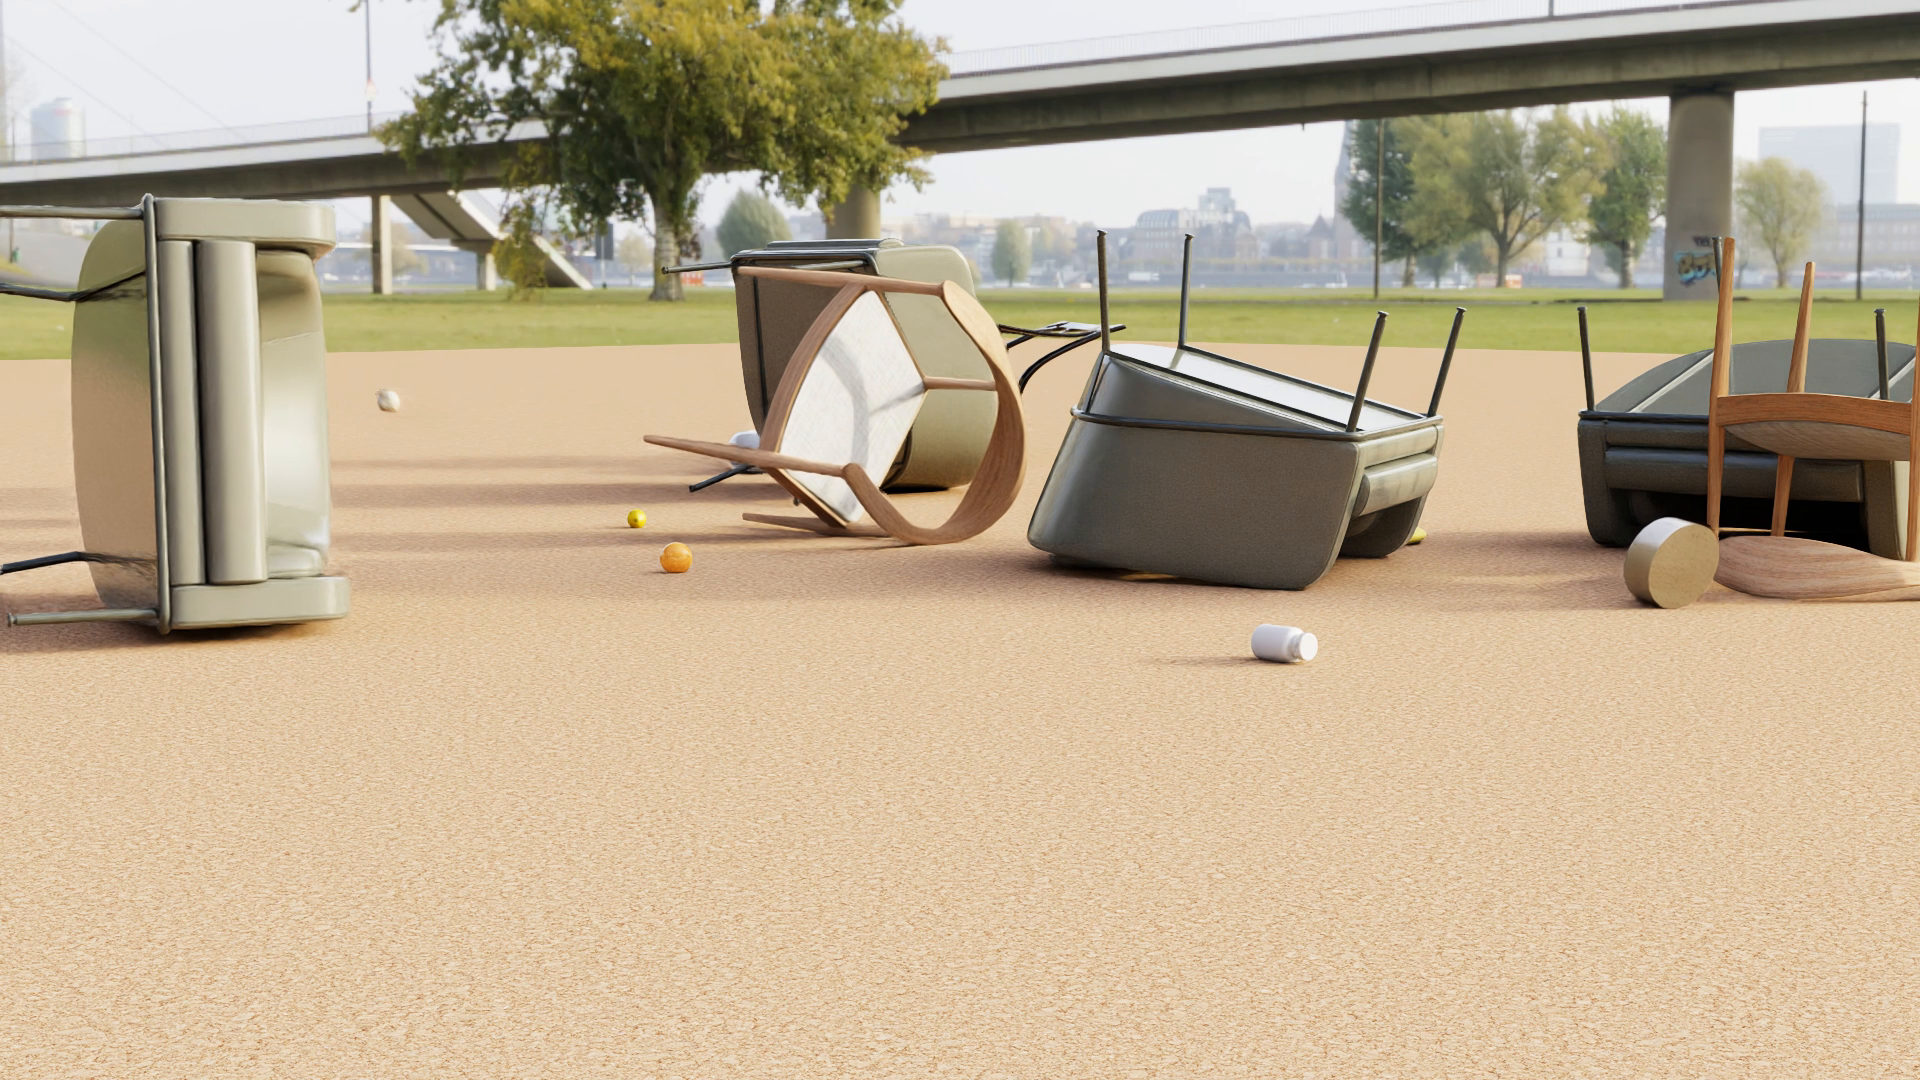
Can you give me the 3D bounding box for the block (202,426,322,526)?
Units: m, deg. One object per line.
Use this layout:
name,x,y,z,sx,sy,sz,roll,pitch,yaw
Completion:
block,-1.871,-0.173,6.892,0.150,0.245,0.278,4,7,31

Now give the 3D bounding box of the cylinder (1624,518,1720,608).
cylinder,1.427,0.045,5.151,0.128,0.180,0.148,29,3,-7

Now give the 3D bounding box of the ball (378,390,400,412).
ball,-2.762,-0.670,12.395,0.106,0.106,0.106,0,6,0

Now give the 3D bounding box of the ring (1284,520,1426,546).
ring,0.981,-0.019,6.384,0.358,0.044,0.277,3,6,22

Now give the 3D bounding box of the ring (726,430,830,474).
ring,-0.615,-0.298,8.661,0.345,0.135,0.348,6,7,40
